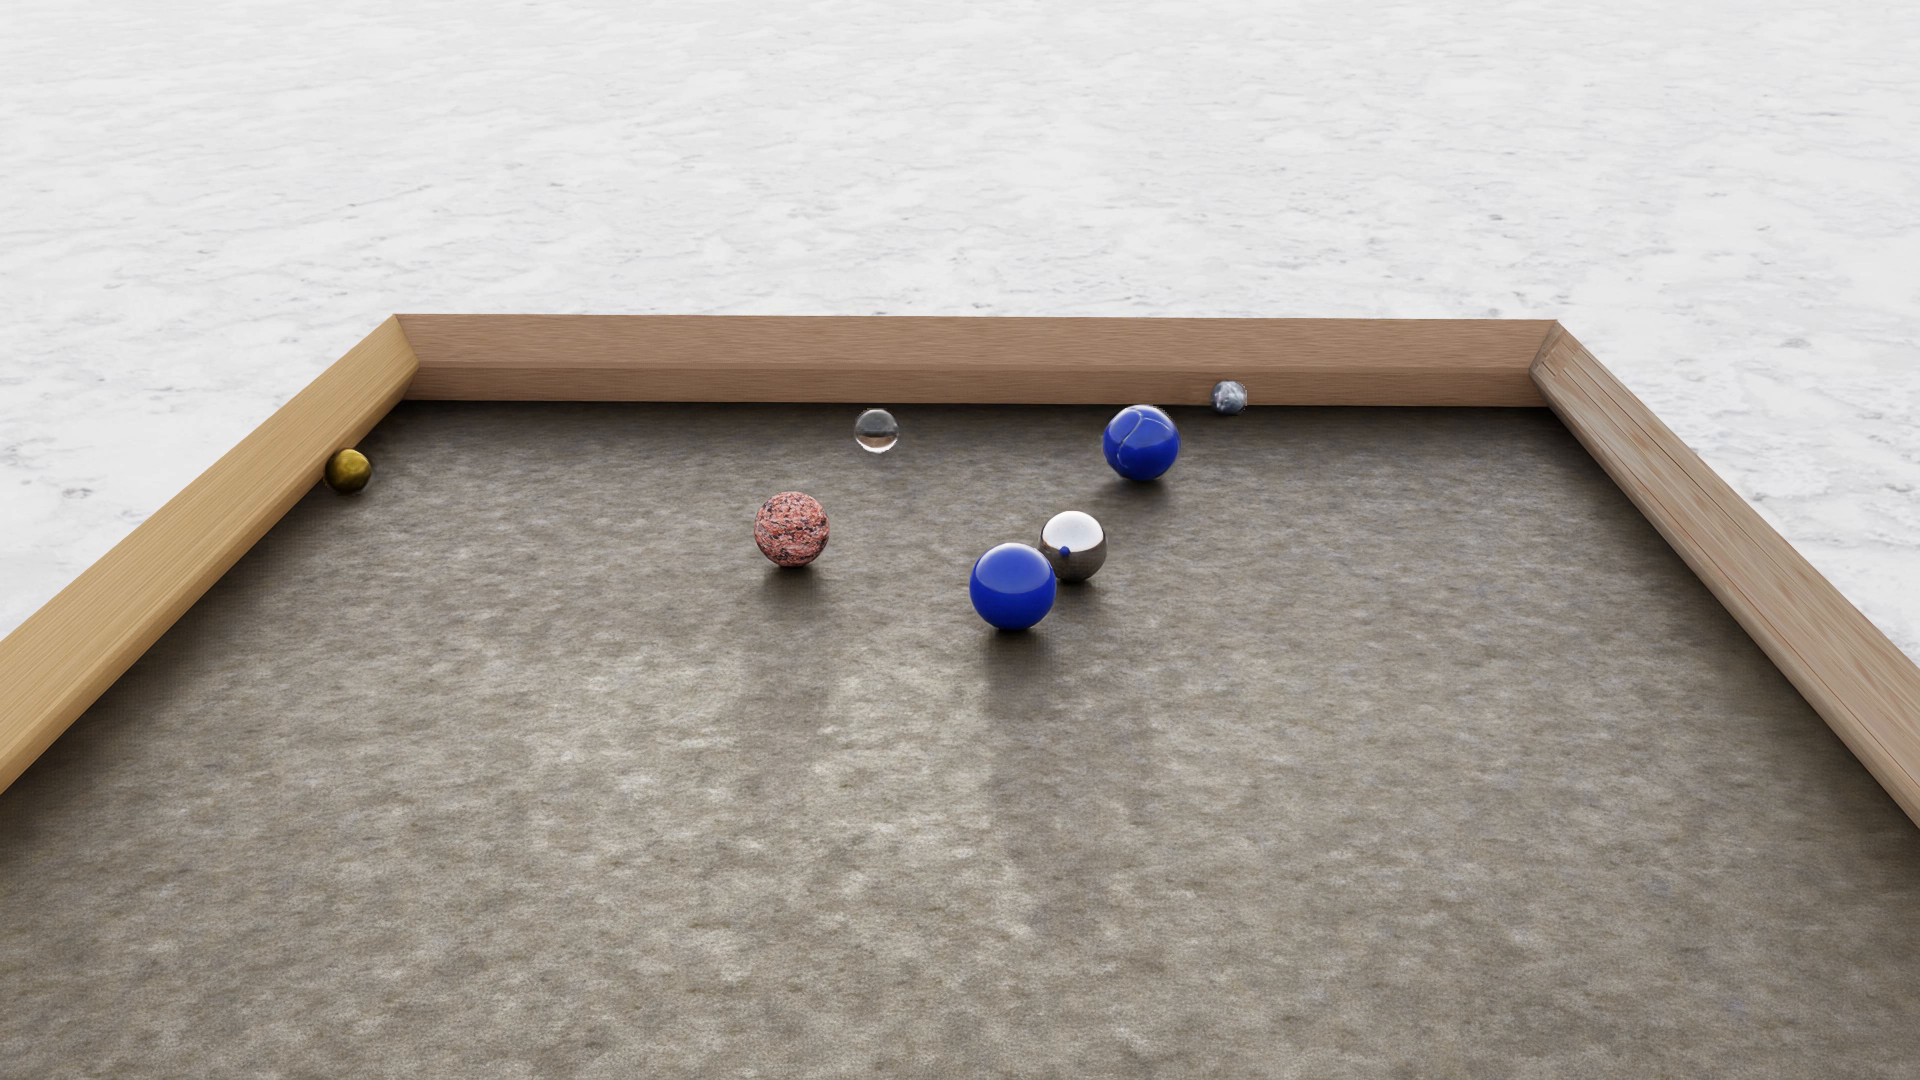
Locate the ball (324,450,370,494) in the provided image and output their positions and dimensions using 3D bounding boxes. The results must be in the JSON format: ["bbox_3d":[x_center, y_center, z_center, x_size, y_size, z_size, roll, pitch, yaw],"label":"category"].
[{"bbox_3d":[-0.784,-0.087,2.815,0.057,0.057,0.057,0,19,0],"label":"ball"}]

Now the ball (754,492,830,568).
[{"bbox_3d":[-0.195,-0.013,2.546,0.088,0.088,0.088,0,19,0],"label":"ball"}]

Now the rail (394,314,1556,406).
[{"bbox_3d":[0.016,-0.257,3.202,1.697,0.129,0.045,0,19,1],"label":"rail"}]

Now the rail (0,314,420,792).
[{"bbox_3d":[-0.842,0.209,1.822,0.045,0.129,2.998,0,19,1],"label":"rail"}]

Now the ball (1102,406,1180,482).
[{"bbox_3d":[0.235,-0.126,2.863,0.099,0.099,0.099,0,19,0],"label":"ball"}]

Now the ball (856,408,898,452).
[{"bbox_3d":[-0.113,-0.149,2.995,0.059,0.059,0.059,0,19,0],"label":"ball"}]

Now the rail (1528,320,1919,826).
[{"bbox_3d":[0.807,0.221,1.787,0.045,0.129,2.998,0,19,1],"label":"rail"}]

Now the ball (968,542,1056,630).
[{"bbox_3d":[0.056,0.050,2.351,0.094,0.094,0.094,0,19,0],"label":"ball"}]

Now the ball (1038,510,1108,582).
[{"bbox_3d":[0.128,0.007,2.498,0.081,0.081,0.081,0,19,0],"label":"ball"}]

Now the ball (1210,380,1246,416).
[{"bbox_3d":[0.386,-0.205,3.174,0.050,0.050,0.050,0,19,0],"label":"ball"}]
